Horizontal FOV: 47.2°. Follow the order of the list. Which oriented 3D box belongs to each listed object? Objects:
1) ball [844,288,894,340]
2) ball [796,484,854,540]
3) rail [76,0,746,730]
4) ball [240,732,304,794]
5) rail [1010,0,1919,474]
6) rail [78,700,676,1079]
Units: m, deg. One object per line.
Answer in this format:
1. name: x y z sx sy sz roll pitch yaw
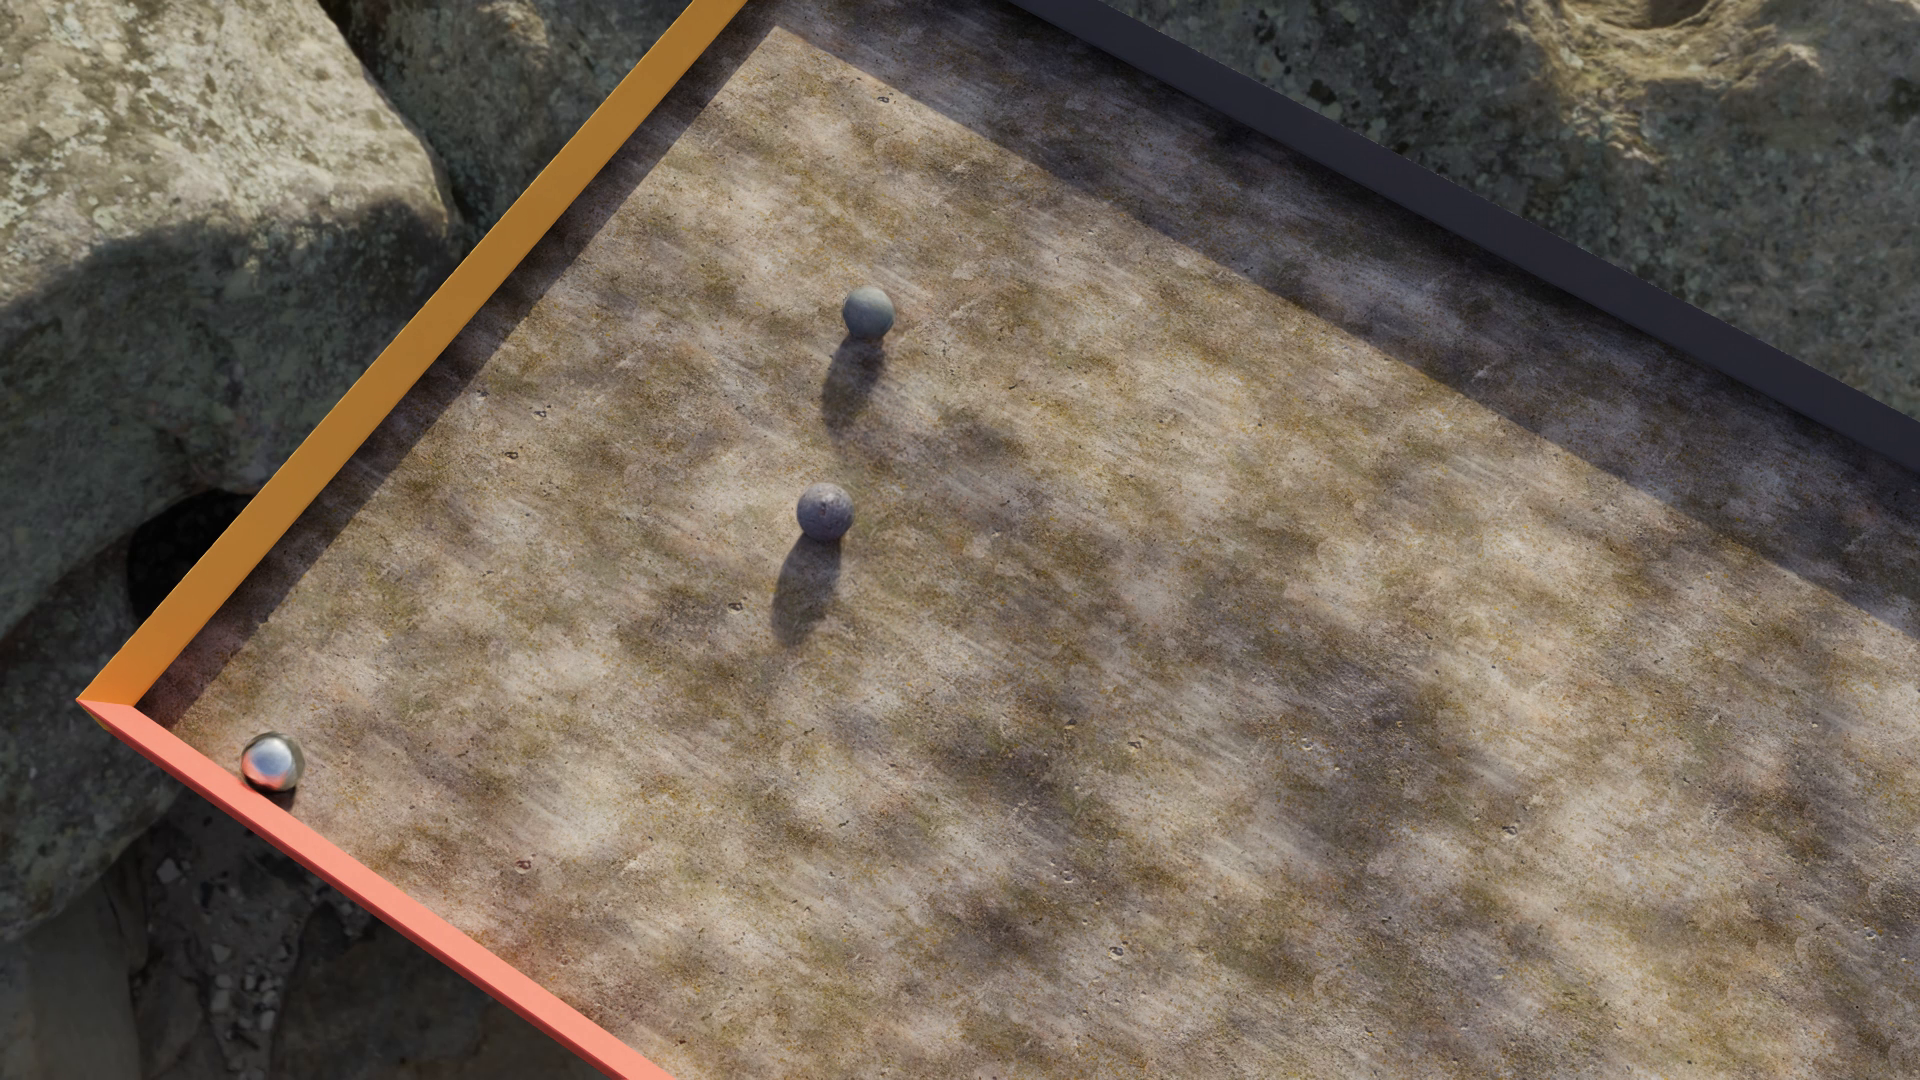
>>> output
1. ball: -0.155 -0.386 3.749 0.088 0.088 0.088 0 65 0
2. ball: -0.219 -0.046 3.585 0.094 0.094 0.094 0 65 0
3. rail: -0.786 -0.473 3.768 0.045 0.126 1.998 31 68 14
4. ball: -1.063 0.345 3.399 0.097 0.097 0.097 0 65 0
5. rail: 1.340 -0.269 3.672 3.852 0.126 0.045 31 68 14
6. rail: 0.272 1.207 2.975 3.852 0.126 0.045 31 68 14
